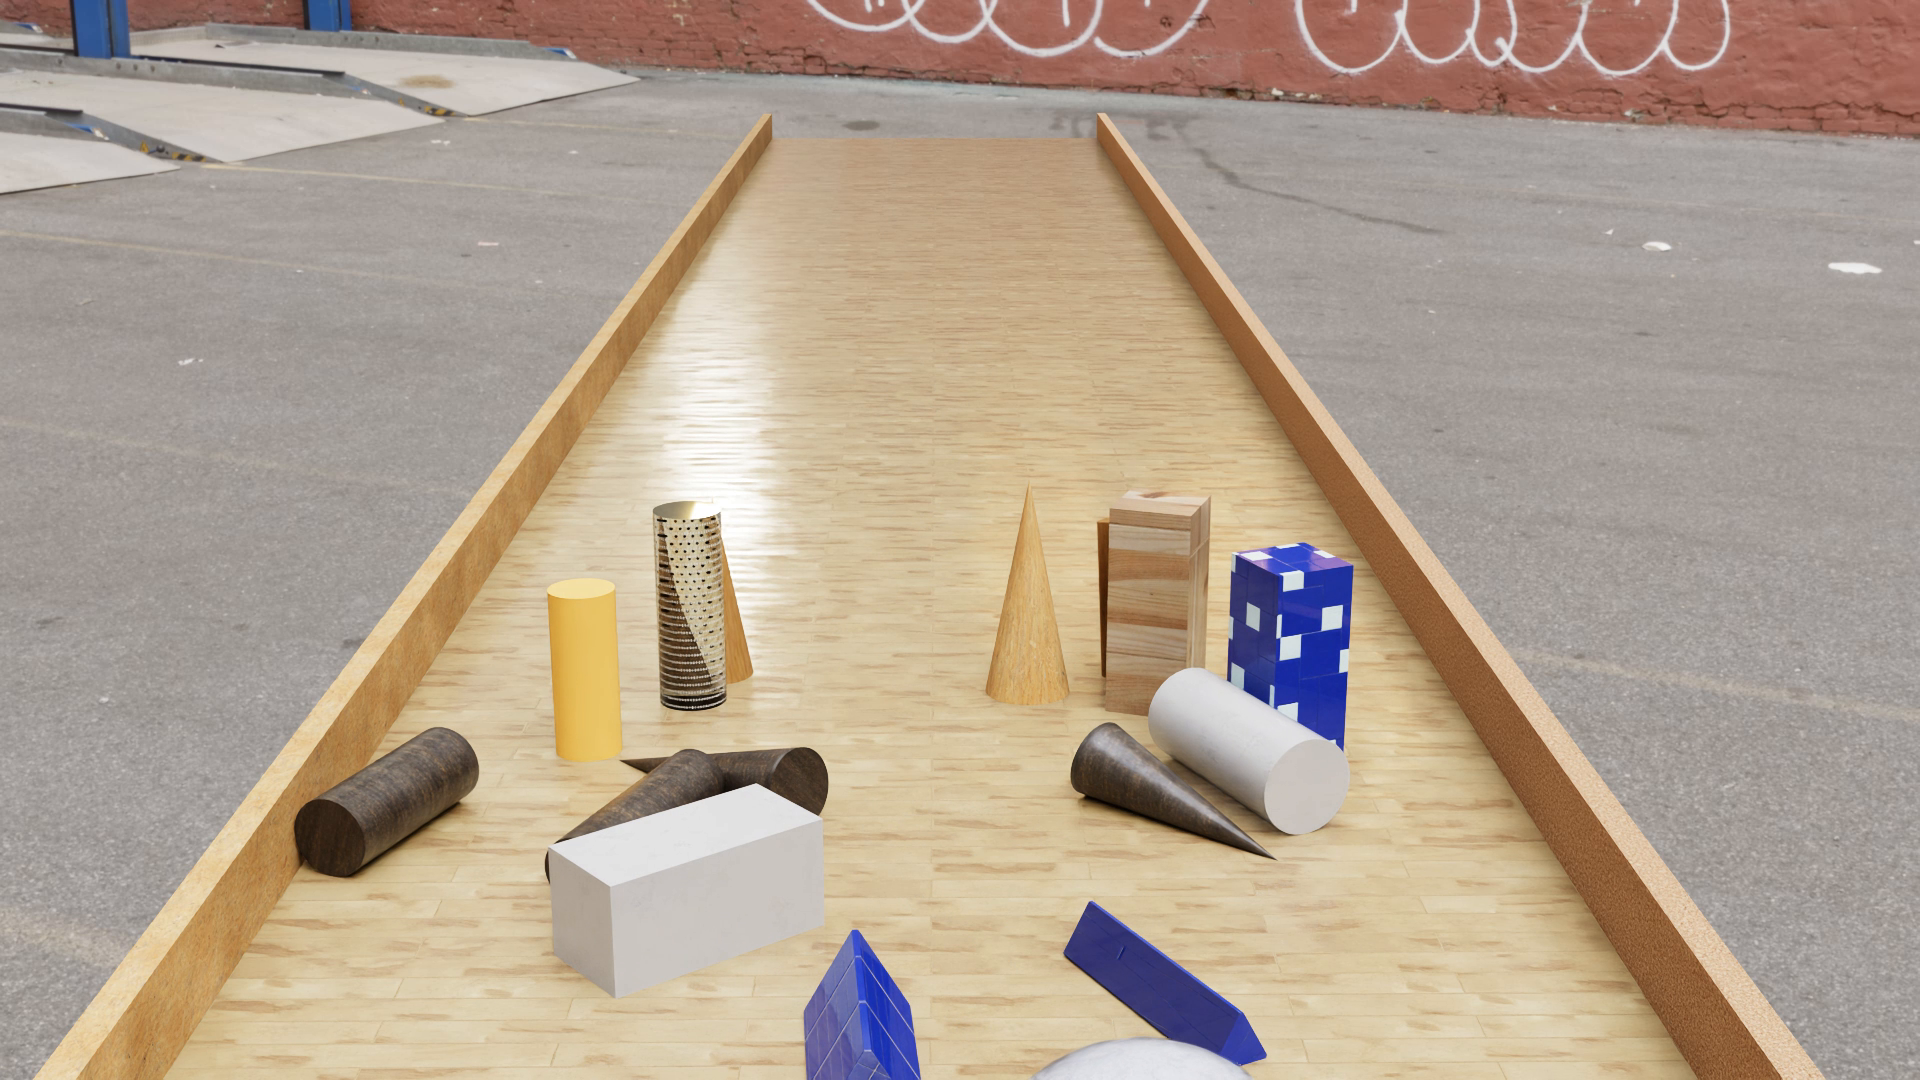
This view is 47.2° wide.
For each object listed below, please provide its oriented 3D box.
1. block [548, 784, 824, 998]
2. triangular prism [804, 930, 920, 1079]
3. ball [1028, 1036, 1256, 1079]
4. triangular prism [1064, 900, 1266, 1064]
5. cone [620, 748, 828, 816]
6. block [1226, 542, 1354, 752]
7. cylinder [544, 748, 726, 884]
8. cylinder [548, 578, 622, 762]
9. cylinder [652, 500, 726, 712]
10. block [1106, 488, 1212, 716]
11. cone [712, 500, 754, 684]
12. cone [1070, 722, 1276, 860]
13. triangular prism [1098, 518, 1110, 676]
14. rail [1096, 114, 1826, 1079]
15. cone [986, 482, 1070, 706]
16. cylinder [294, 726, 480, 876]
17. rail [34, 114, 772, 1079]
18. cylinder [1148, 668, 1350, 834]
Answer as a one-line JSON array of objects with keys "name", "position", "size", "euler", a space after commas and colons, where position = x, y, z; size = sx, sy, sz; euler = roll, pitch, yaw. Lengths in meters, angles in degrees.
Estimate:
[{"name": "block", "position": [-0.396, 0.507, 3.220], "size": [0.361, 0.172, 0.172], "euler": [-13, 21, -38]}, {"name": "triangular prism", "position": [-0.127, 0.636, 2.857], "size": [0.144, 0.125, 0.328], "euler": [-2, 17, -5]}, {"name": "ball", "position": [0.188, 0.696, 2.240], "size": [0.370, 0.370, 0.370], "euler": [0, 17, 0]}, {"name": "triangular prism", "position": [0.279, 0.607, 3.044], "size": [0.088, 0.076, 0.377], "euler": [-8, 19, -27]}, {"name": "cone", "position": [-0.436, 0.400, 3.763], "size": [0.453, 0.136, 0.136], "euler": [3, 14, 40]}, {"name": "block", "position": [0.579, 0.208, 3.886], "size": [0.152, 0.366, 0.152], "euler": [-8, 18, -24]}, {"name": "cylinder", "position": [-0.512, 0.453, 3.506], "size": [0.113, 0.113, 0.384], "euler": [6, 18, 20]}, {"name": "cylinder", "position": [-0.667, 0.231, 3.916], "size": [0.118, 0.304, 0.118], "euler": [0, 17, 0]}, {"name": "cylinder", "position": [-0.509, 0.124, 4.149], "size": [0.127, 0.376, 0.127], "euler": [0, 17, 0]}, {"name": "block", "position": [0.372, 0.119, 4.130], "size": [0.153, 0.397, 0.153], "euler": [6, 18, 19]}, {"name": "cone", "position": [-0.478, 0.089, 4.293], "size": [0.139, 0.362, 0.139], "euler": [0, 17, 0]}, {"name": "cone", "position": [0.371, 0.442, 3.625], "size": [0.133, 0.133, 0.392], "euler": [-16, 33, -43]}, {"name": "triangular prism", "position": [0.363, 0.100, 4.322], "size": [0.154, 0.317, 0.134], "euler": [1, 17, 14]}, {"name": "rail", "position": [0.932, -0.844, 7.801], "size": [0.050, 0.150, 12.000], "euler": [0, 17, -1]}, {"name": "cone", "position": [0.130, 0.088, 4.190], "size": [0.163, 0.422, 0.163], "euler": [0, 17, 0]}, {"name": "cylinder", "position": [-0.928, 0.422, 3.579], "size": [0.131, 0.131, 0.326], "euler": [6, 18, 19]}, {"name": "rail", "position": [-1.118, -0.838, 7.780], "size": [0.050, 0.150, 12.000], "euler": [0, 17, -1]}, {"name": "cylinder", "position": [0.486, 0.354, 3.745], "size": [0.166, 0.166, 0.375], "euler": [-8, 18, -24]}]
